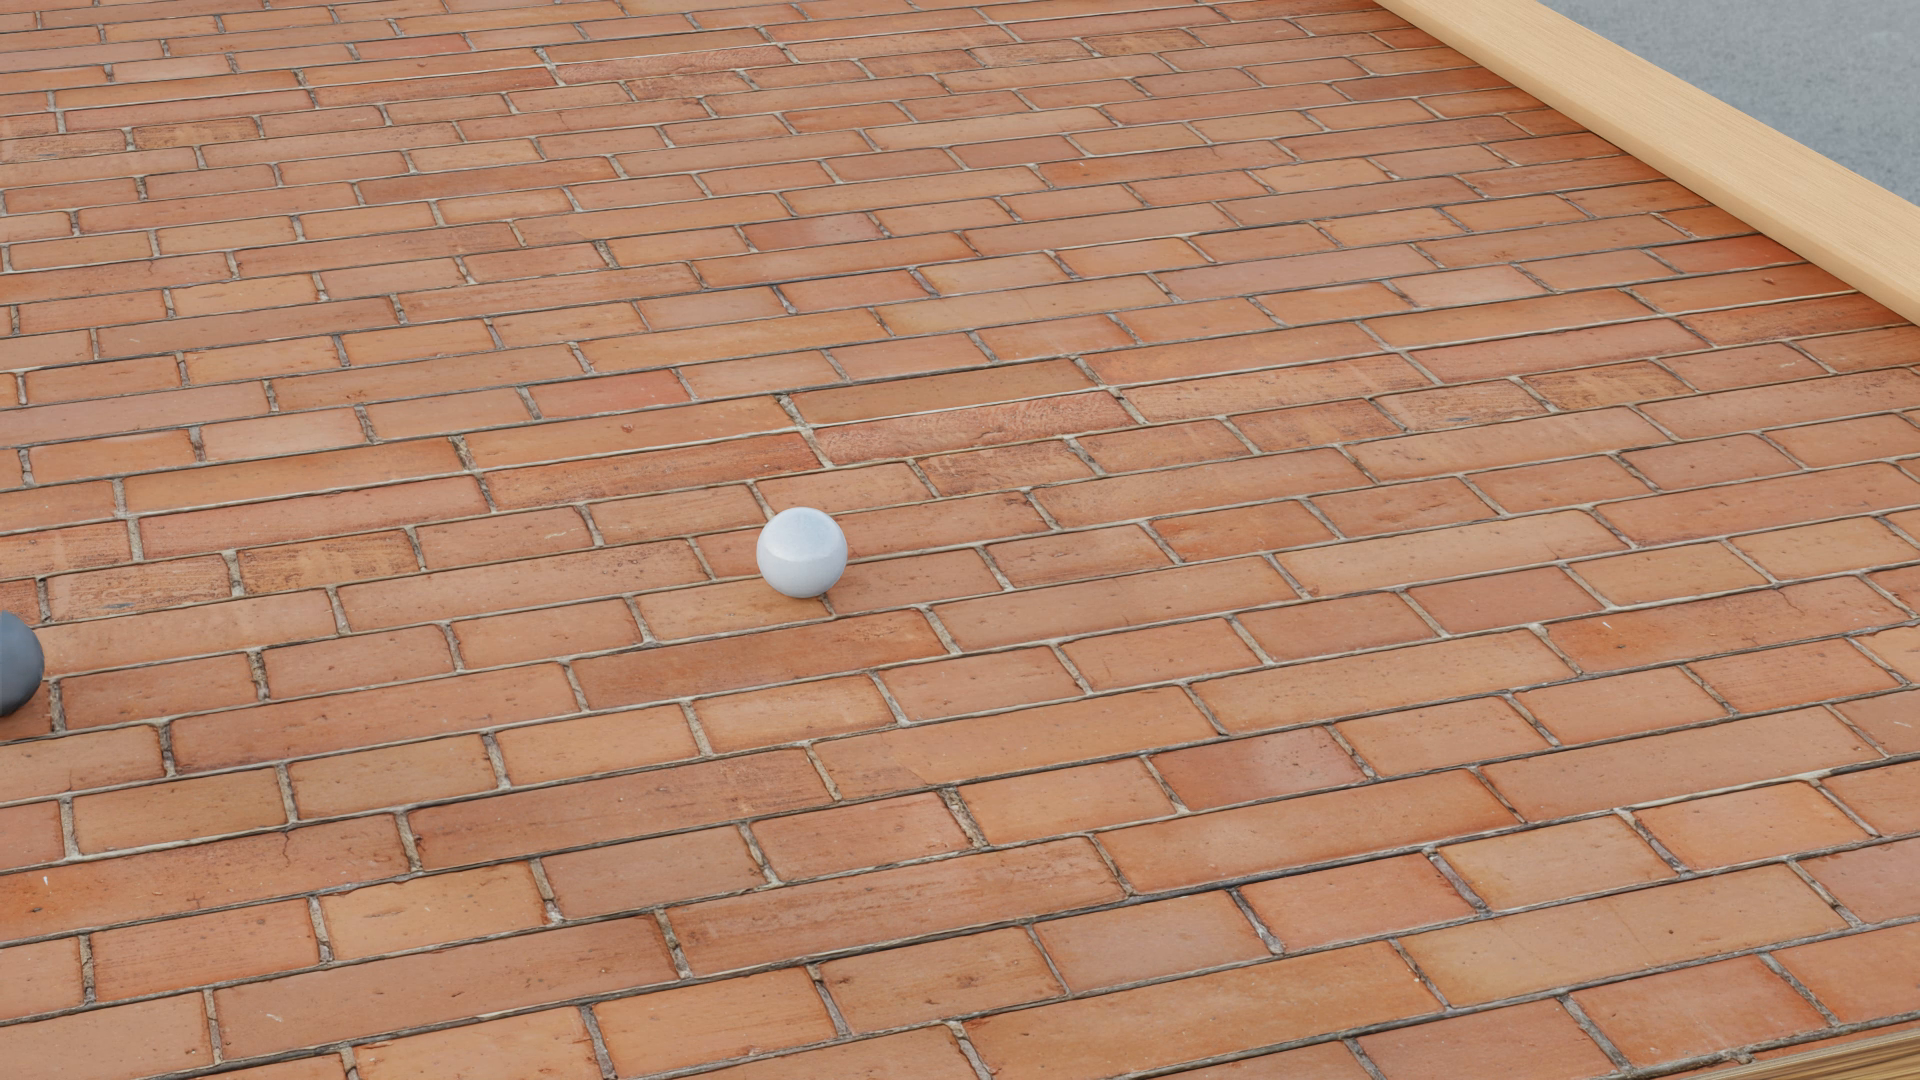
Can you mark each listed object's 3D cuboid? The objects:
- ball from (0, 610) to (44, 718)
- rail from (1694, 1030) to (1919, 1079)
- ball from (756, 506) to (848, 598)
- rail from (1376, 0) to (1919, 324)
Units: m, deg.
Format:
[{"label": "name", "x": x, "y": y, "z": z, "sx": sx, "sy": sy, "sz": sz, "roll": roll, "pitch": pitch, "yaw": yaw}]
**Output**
[{"label": "ball", "x": -0.606, "y": 0.077, "z": 1.833, "sx": 0.068, "sy": 0.068, "sz": 0.068, "roll": 0, "pitch": 26, "yaw": 0}, {"label": "rail", "x": 0.232, "y": 0.294, "z": 1.356, "sx": 1.809, "sy": 0.095, "sz": 0.045, "roll": -8, "pitch": 27, "yaw": -16}, {"label": "ball", "x": -0.106, "y": 0.008, "z": 1.982, "sx": 0.062, "sy": 0.062, "sz": 0.062, "roll": 0, "pitch": 26, "yaw": 0}, {"label": "rail", "x": 0.598, "y": -0.450, "z": 2.886, "sx": 0.045, "sy": 0.095, "sz": 3.050, "roll": -8, "pitch": 27, "yaw": -16}]
